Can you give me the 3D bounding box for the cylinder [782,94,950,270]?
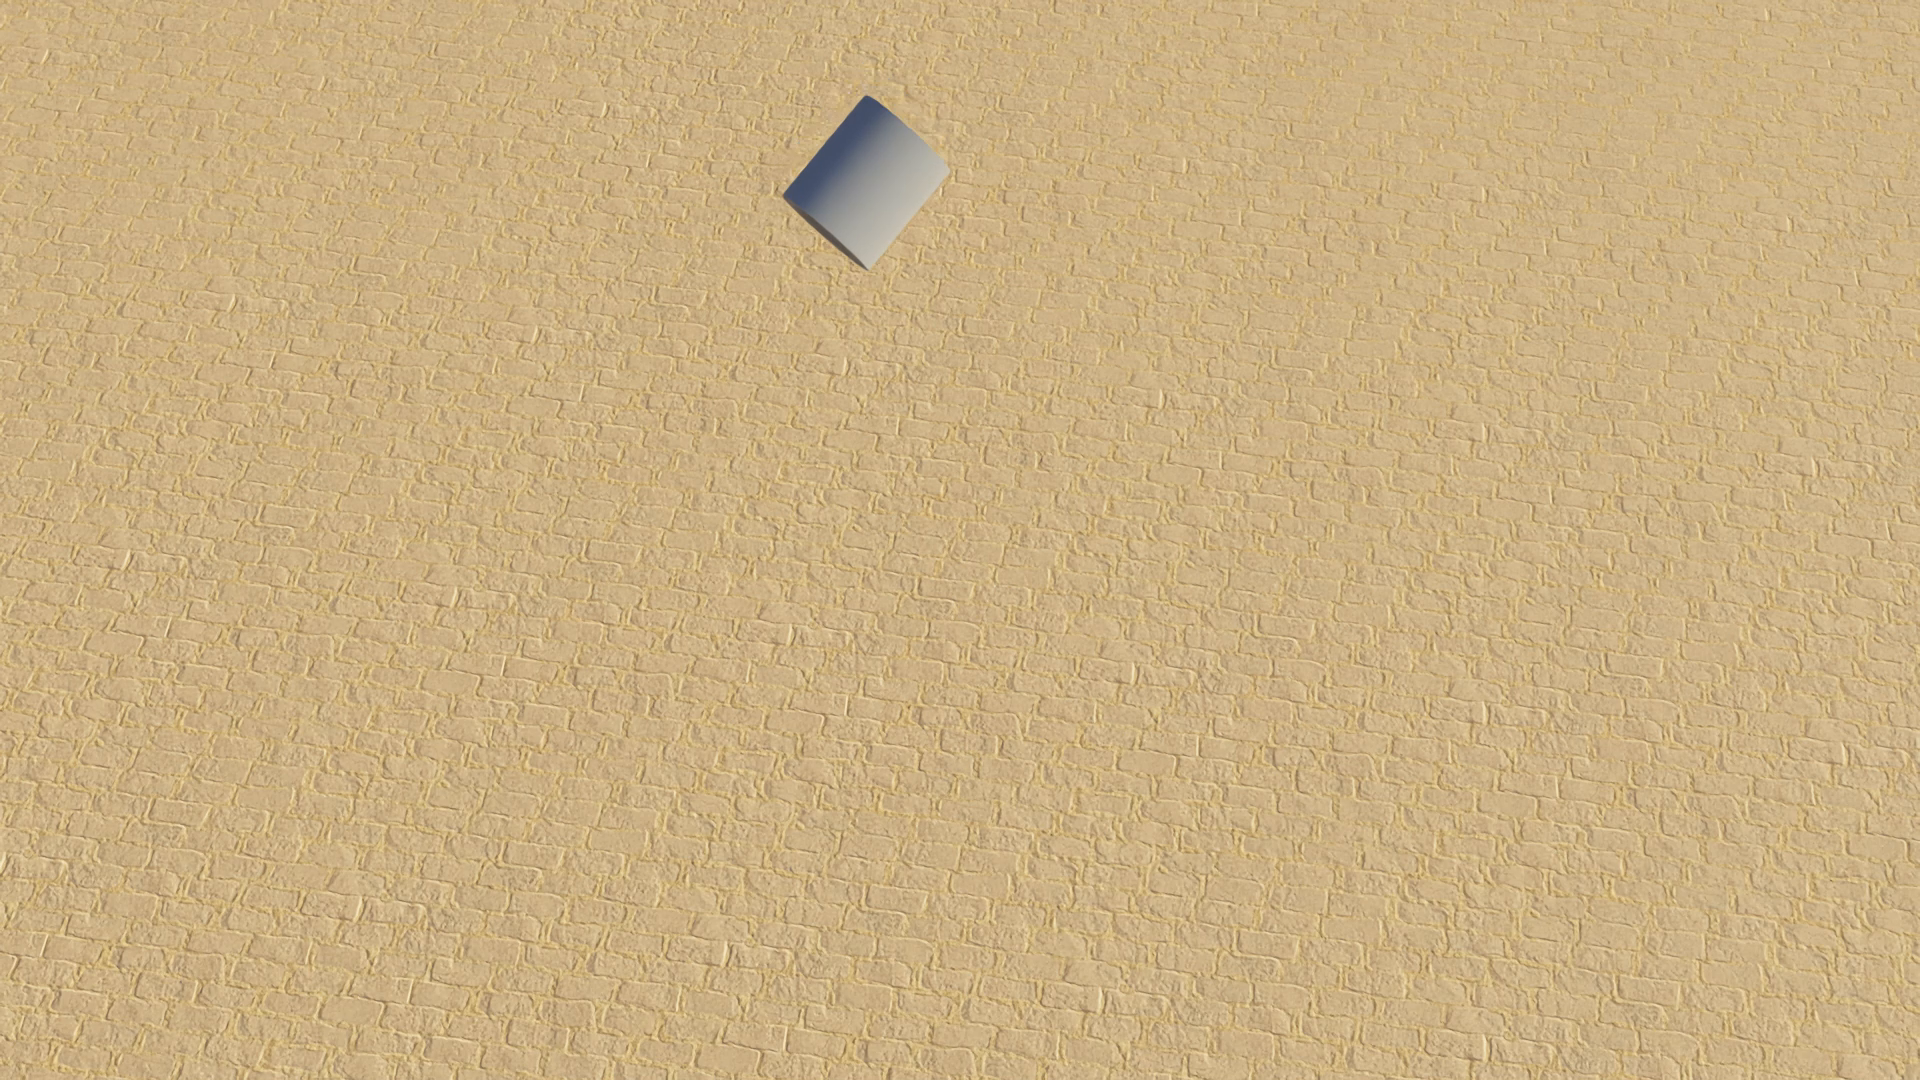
[{"bbox_3d":[-0.200,-0.765,4.718,0.250,0.131,0.279,40,87,-22],"label":"cylinder"}]
